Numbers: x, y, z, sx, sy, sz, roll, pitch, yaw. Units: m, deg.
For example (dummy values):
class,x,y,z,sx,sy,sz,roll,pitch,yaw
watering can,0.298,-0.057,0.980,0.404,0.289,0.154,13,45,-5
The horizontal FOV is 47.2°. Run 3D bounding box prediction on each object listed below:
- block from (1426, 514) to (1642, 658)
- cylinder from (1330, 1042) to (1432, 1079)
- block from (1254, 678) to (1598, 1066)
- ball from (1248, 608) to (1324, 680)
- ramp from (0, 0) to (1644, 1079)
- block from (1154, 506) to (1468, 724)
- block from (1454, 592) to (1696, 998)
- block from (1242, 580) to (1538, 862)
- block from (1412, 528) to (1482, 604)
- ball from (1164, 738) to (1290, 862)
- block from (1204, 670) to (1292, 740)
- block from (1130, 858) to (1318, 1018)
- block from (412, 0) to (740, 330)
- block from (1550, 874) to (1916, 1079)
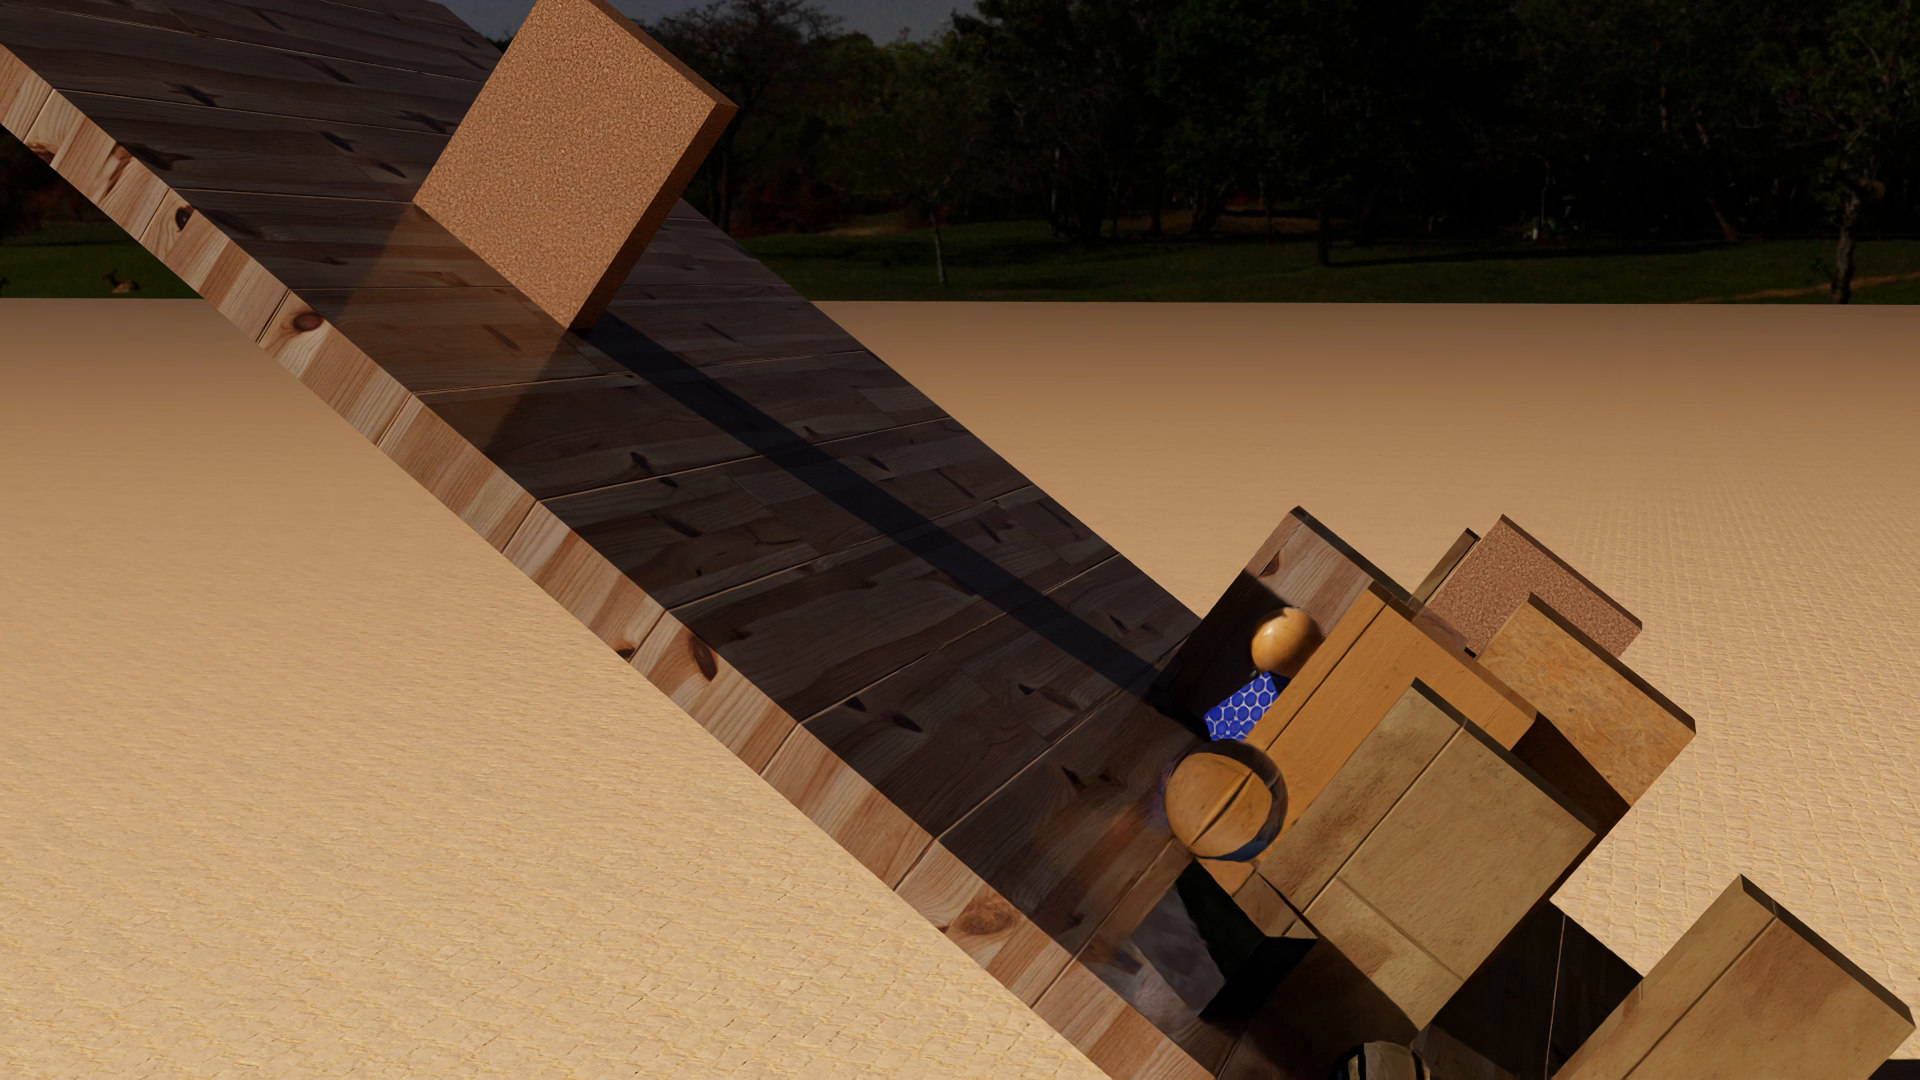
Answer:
class,x,y,z,sx,sy,sz,roll,pitch,yaw
block,1.012,0.307,4.390,0.342,0.639,0.107,39,16,9
cylinder,0.582,0.788,3.016,0.146,0.146,0.146,1,14,8
block,0.635,0.508,3.239,0.329,0.518,0.080,39,16,9
ball,0.615,0.199,4.150,0.143,0.143,0.143,0,7,0
ramp,-0.050,0.108,4.063,4.000,0.100,2.000,39,16,9
block,0.681,0.235,4.277,0.417,0.430,0.128,39,16,9
block,0.942,0.448,3.868,0.353,0.623,0.134,39,16,9
block,0.694,0.375,3.795,0.351,0.491,0.110,39,16,9
block,1.045,0.289,4.704,0.335,0.536,0.080,39,16,9
ball,0.438,0.430,3.622,0.205,0.205,0.205,0,7,0
block,0.589,0.370,4.111,0.162,0.162,0.162,-38,-38,28
block,0.380,0.575,3.173,0.158,0.158,0.158,16,26,-52
block,-0.683,-0.682,3.888,0.377,0.483,0.100,39,16,9
block,0.936,0.771,2.921,0.266,0.631,0.089,39,16,9
